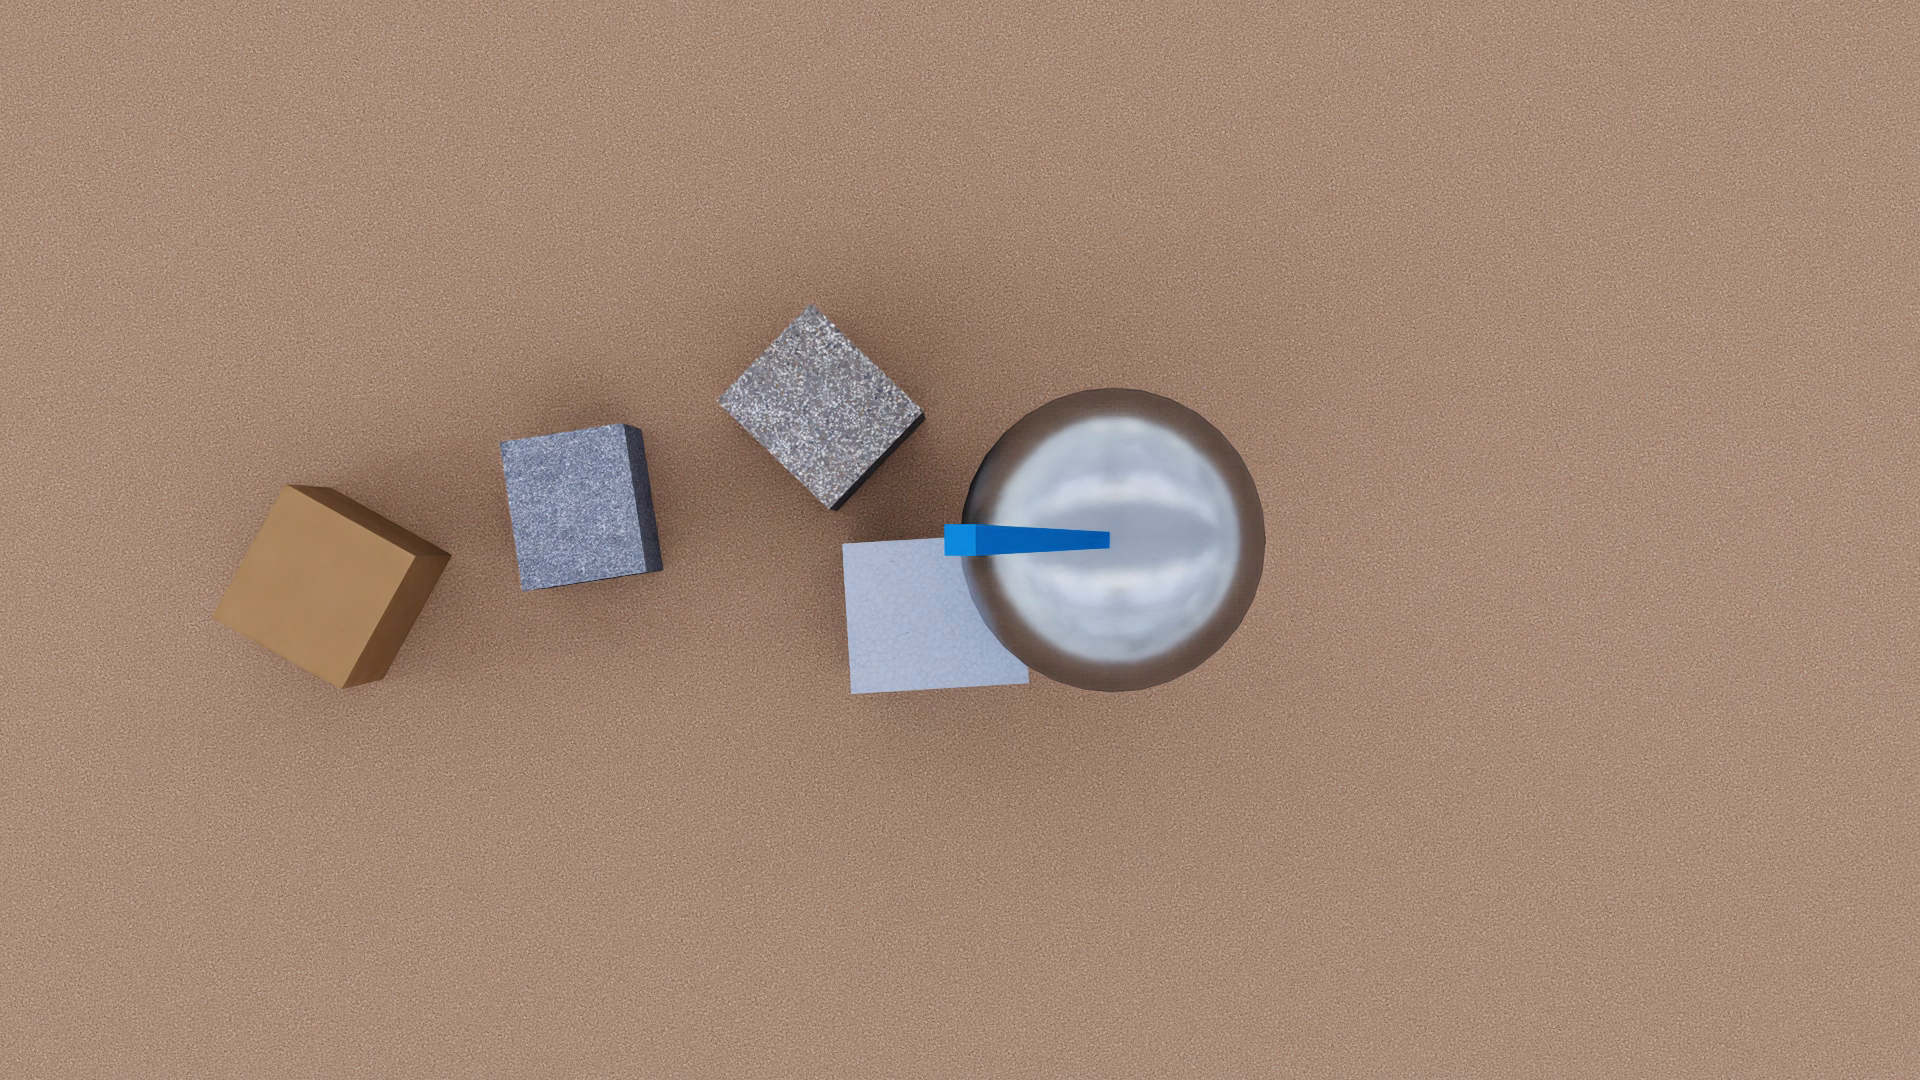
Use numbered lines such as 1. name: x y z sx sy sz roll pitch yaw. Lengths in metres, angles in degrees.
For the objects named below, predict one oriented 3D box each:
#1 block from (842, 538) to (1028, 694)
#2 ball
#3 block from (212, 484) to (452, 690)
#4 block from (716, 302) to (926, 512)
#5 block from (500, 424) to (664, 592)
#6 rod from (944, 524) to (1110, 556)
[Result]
1. block: -0.135 0.407 12.590 0.986 0.820 0.833 -3 90 0
2. ball: 0.796 0.000 11.527 1.600 1.600 1.600 0 90 0
3. block: -3.564 0.258 12.561 0.819 0.879 0.841 29 90 0
4. block: -0.777 -0.743 12.595 0.866 0.811 0.755 44 90 0
5. block: -2.164 -0.184 12.647 0.701 0.706 0.844 -9 90 0
6. rod: 0.345 0.000 8.157 0.080 5.200 0.080 0 90 8
